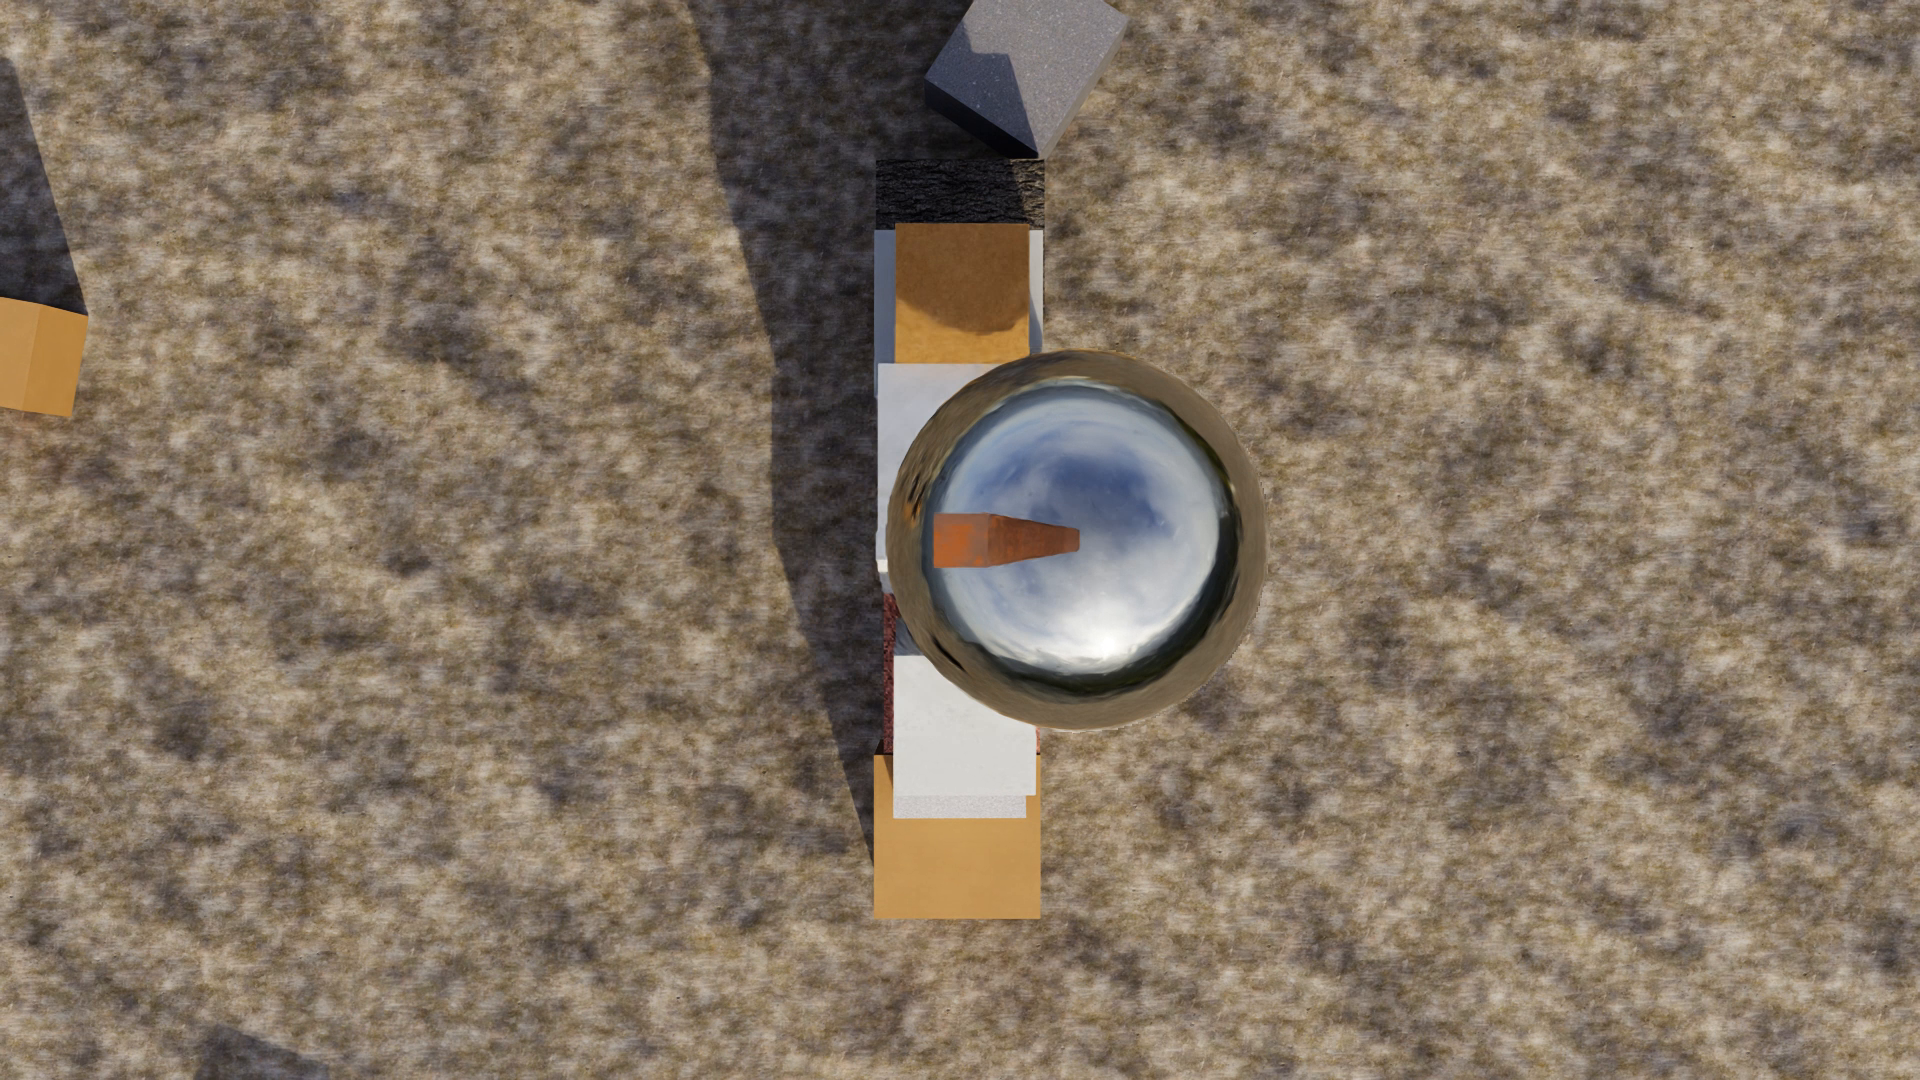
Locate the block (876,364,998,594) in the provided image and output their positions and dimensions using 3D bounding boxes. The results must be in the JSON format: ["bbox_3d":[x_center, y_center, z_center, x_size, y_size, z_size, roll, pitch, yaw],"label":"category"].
[{"bbox_3d":[0.054,-0.285,10.916,0.895,0.893,0.963,0,78,0],"label":"block"}]

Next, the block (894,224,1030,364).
[{"bbox_3d":[0.010,-1.182,10.835,0.640,0.619,0.664,0,90,0],"label":"block"}]

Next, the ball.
[{"bbox_3d":[0.484,0.000,9.210,1.600,1.600,1.600,0,90,0],"label":"ball"}]

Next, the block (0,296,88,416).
[{"bbox_3d":[-5.540,-1.085,12.660,0.687,0.679,0.605,10,90,0],"label":"block"}]

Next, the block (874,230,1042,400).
[{"bbox_3d":[-0.008,-1.149,11.556,0.854,0.822,0.841,0,90,0],"label":"block"}]

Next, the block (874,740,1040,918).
[{"bbox_3d":[-0.015,1.625,12.520,0.912,0.960,0.896,0,90,0],"label":"block"}]

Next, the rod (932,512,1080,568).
[{"bbox_3d":[0.210,0.000,5.821,0.080,5.200,0.080,0,90,5],"label":"rod"}]

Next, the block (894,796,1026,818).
[{"bbox_3d":[-0.002,1.083,11.682,0.682,0.720,0.712,0,89,0],"label":"block"}]

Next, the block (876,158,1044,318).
[{"bbox_3d":[0.002,-1.653,12.483,0.918,1.033,0.842,0,90,0],"label":"block"}]

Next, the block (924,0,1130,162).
[{"bbox_3d":[0.371,-2.742,12.626,0.776,0.748,0.908,33,90,0],"label":"block"}]

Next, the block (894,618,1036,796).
[{"bbox_3d":[0.022,0.815,10.904,0.684,0.691,0.704,0,103,-1],"label":"block"}]

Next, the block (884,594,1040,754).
[{"bbox_3d":[0.008,0.705,12.525,0.854,0.950,0.927,0,90,0],"label":"block"}]
